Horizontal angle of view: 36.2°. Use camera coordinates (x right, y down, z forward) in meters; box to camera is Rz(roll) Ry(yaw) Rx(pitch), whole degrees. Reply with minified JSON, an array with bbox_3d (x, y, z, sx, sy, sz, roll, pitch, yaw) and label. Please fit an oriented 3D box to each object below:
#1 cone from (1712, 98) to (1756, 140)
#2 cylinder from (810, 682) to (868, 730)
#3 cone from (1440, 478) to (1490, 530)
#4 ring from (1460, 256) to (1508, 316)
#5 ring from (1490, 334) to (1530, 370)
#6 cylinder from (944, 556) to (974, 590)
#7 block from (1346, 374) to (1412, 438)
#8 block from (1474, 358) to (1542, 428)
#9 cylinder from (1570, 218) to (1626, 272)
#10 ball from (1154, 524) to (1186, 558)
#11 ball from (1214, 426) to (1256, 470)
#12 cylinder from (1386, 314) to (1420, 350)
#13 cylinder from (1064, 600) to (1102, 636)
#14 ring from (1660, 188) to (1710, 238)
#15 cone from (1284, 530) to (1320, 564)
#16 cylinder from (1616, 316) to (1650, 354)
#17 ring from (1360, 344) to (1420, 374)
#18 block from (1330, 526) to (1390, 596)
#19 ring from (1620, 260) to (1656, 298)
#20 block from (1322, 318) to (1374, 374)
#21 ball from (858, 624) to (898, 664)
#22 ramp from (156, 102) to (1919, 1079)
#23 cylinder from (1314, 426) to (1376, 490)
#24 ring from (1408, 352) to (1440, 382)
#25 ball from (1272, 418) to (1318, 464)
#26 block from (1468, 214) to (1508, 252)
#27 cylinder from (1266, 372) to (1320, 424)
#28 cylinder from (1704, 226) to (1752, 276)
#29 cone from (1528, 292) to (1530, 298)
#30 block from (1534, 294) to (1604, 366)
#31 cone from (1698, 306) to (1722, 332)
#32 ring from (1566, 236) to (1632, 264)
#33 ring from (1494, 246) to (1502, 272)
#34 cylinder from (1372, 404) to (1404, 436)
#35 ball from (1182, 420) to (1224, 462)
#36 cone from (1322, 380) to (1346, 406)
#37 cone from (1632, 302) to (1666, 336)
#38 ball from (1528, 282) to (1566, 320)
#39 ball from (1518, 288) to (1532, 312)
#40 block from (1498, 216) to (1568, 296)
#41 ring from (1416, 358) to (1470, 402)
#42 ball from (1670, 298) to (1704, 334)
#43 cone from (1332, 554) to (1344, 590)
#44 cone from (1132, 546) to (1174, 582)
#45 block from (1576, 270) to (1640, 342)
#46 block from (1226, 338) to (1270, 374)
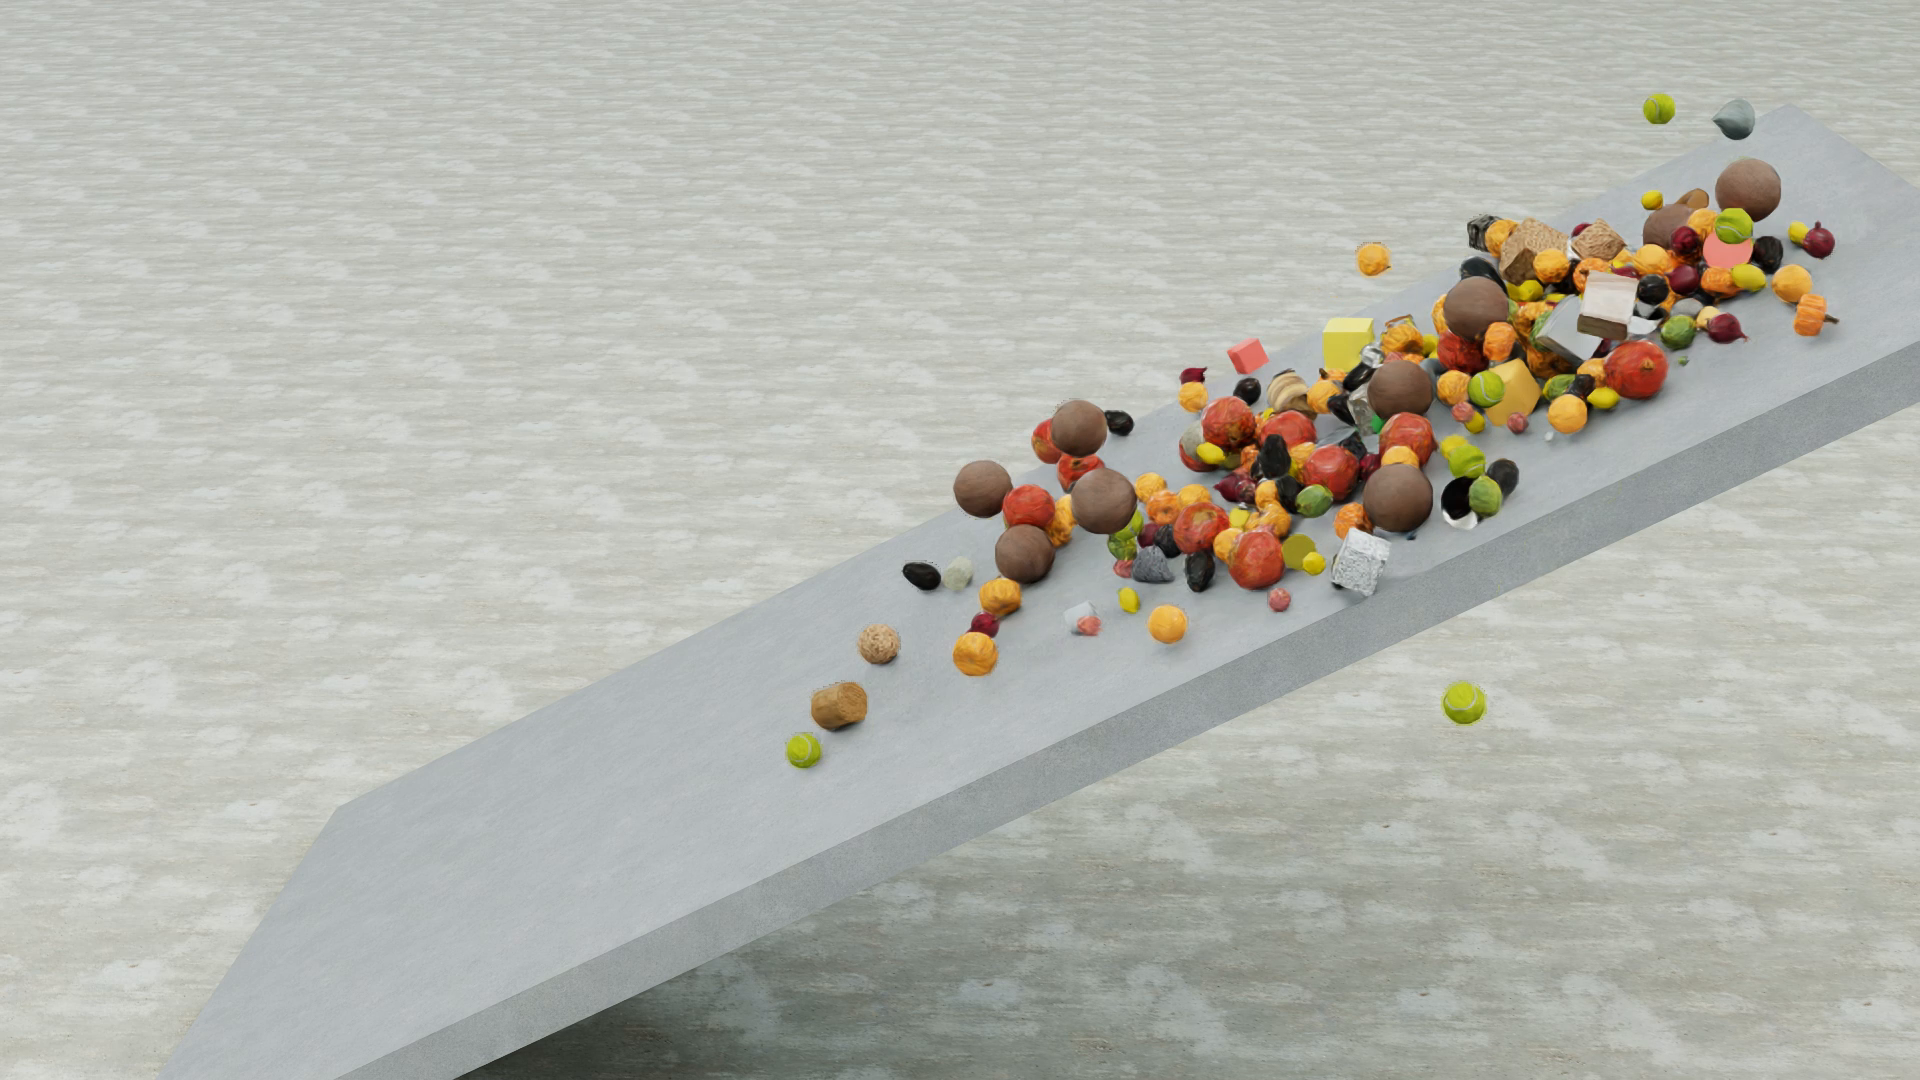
[{"bbox_3d":[1.586,-0.872,6.099,0.087,0.087,0.087,-6,17,-38],"label":"cone"},{"bbox_3d":[-0.247,0.339,6.012,0.084,0.084,0.084,-17,-2,-44],"label":"cylinder"},{"bbox_3d":[0.930,-0.067,5.286,0.095,0.095,0.095,14,11,38],"label":"cone"},{"bbox_3d":[1.095,-0.530,6.143,0.046,0.139,0.139,-30,24,-10],"label":"ring"},{"bbox_3d":[1.098,-0.361,5.872,0.036,0.107,0.107,-29,-3,37],"label":"ring"},{"bbox_3d":[-0.003,0.075,6.558,0.057,0.057,0.057,4,24,12],"label":"cylinder"},{"bbox_3d":[0.867,-0.277,6.085,0.084,0.084,0.084,-17,18,39],"label":"block"},{"bbox_3d":[1.063,-0.287,5.707,0.083,0.083,0.083,-22,23,38],"label":"block"},{"bbox_3d":[1.311,-0.606,6.048,0.082,0.082,0.082,-43,16,8],"label":"cylinder"},{"bbox_3d":[0.426,0.002,5.967,0.068,0.068,0.068,0,17,0],"label":"ball"},{"bbox_3d":[0.587,-0.196,6.315,0.094,0.094,0.094,0,17,0],"label":"ball"},{"bbox_3d":[0.953,-0.447,6.334,0.060,0.060,0.060,-18,8,3],"label":"cylinder"},{"bbox_3d":[0.241,0.154,5.803,0.055,0.055,0.055,-27,14,10],"label":"cylinder"},{"bbox_3d":[1.551,-0.698,6.296,0.043,0.128,0.128,41,16,-8],"label":"ring"},{"bbox_3d":[0.636,0.023,5.514,0.066,0.066,0.066,-1,-15,-3],"label":"cone"},{"bbox_3d":[1.278,-0.388,5.579,0.051,0.051,0.051,5,48,-5],"label":"cylinder"},{"bbox_3d":[0.931,-0.393,6.360,0.134,0.045,0.134,10,15,-3],"label":"ring"},{"bbox_3d":[0.705,0.038,5.175,0.076,0.076,0.076,22,30,3],"label":"block"},{"bbox_3d":[1.385,-0.534,6.017,0.080,0.080,0.027,-5,-12,-15],"label":"ring"},{"bbox_3d":[0.867,-0.433,6.551,0.097,0.097,0.097,1,22,18],"label":"block"},{"bbox_3d":[-0.175,0.223,6.298,0.088,0.088,0.088,0,17,0],"label":"ball"},{"bbox_3d":[0.140,0.167,6.281,4.000,0.100,2.000,-26,14,10],"label":"ramp"},{"bbox_3d":[0.766,-0.163,5.849,0.092,0.092,0.092,-28,13,7],"label":"cylinder"},{"bbox_3d":[0.987,-0.367,6.256,0.028,0.083,0.083,47,26,2],"label":"ring"},{"bbox_3d":[0.697,-0.205,6.132,0.095,0.095,0.095,0,17,0],"label":"ball"},{"bbox_3d":[1.242,-0.721,6.921,0.064,0.064,0.064,-23,26,-25],"label":"block"},{"bbox_3d":[0.712,-0.297,6.289,0.088,0.088,0.088,-5,36,-16],"label":"cylinder"},{"bbox_3d":[1.512,-0.568,5.789,0.093,0.093,0.093,5,2,16],"label":"cylinder"},{"bbox_3d":[1.255,-0.566,6.431,0.057,0.057,0.057,-27,14,7],"label":"cone"},{"bbox_3d":[1.180,-0.402,5.648,0.095,0.095,0.095,34,-2,-1],"label":"block"},{"bbox_3d":[1.404,-0.412,5.556,0.050,0.050,0.050,14,21,39],"label":"cone"},{"bbox_3d":[1.378,-0.628,6.359,0.143,0.048,0.143,-3,19,1],"label":"ring"},{"bbox_3d":[1.250,-0.631,6.579,0.114,0.114,0.038,-4,43,-13],"label":"ring"},{"bbox_3d":[0.871,-0.245,5.984,0.057,0.057,0.057,6,15,20],"label":"cylinder"},{"bbox_3d":[0.515,-0.211,6.236,0.090,0.090,0.090,0,17,0],"label":"ball"},{"bbox_3d":[0.824,-0.307,6.380,0.059,0.059,0.059,-8,46,-25],"label":"cone"},{"bbox_3d":[1.309,-0.405,5.640,0.080,0.080,0.080,2,31,-1],"label":"cone"},{"bbox_3d":[1.237,-0.502,6.186,0.080,0.080,0.080,0,17,0],"label":"ball"},{"bbox_3d":[1.229,-0.523,6.290,0.073,0.073,0.073,0,17,0],"label":"ball"},{"bbox_3d":[1.193,-0.590,6.121,0.099,0.099,0.099,25,48,-11],"label":"block"},{"bbox_3d":[0.987,-0.328,6.009,0.118,0.039,0.118,10,42,-9],"label":"ring"},{"bbox_3d":[1.395,-0.429,5.635,0.070,0.070,0.070,0,17,0],"label":"ball"},{"bbox_3d":[0.711,0.057,5.297,0.065,0.065,0.065,-3,17,-9],"label":"cone"},{"bbox_3d":[0.399,0.065,5.856,0.083,0.083,0.083,-12,31,-33],"label":"cone"},{"bbox_3d":[1.191,-0.430,5.405,0.090,0.090,0.090,14,-15,14],"label":"block"},{"bbox_3d":[0.692,-0.442,7.066,0.062,0.062,0.062,-32,14,-13],"label":"block"}]
